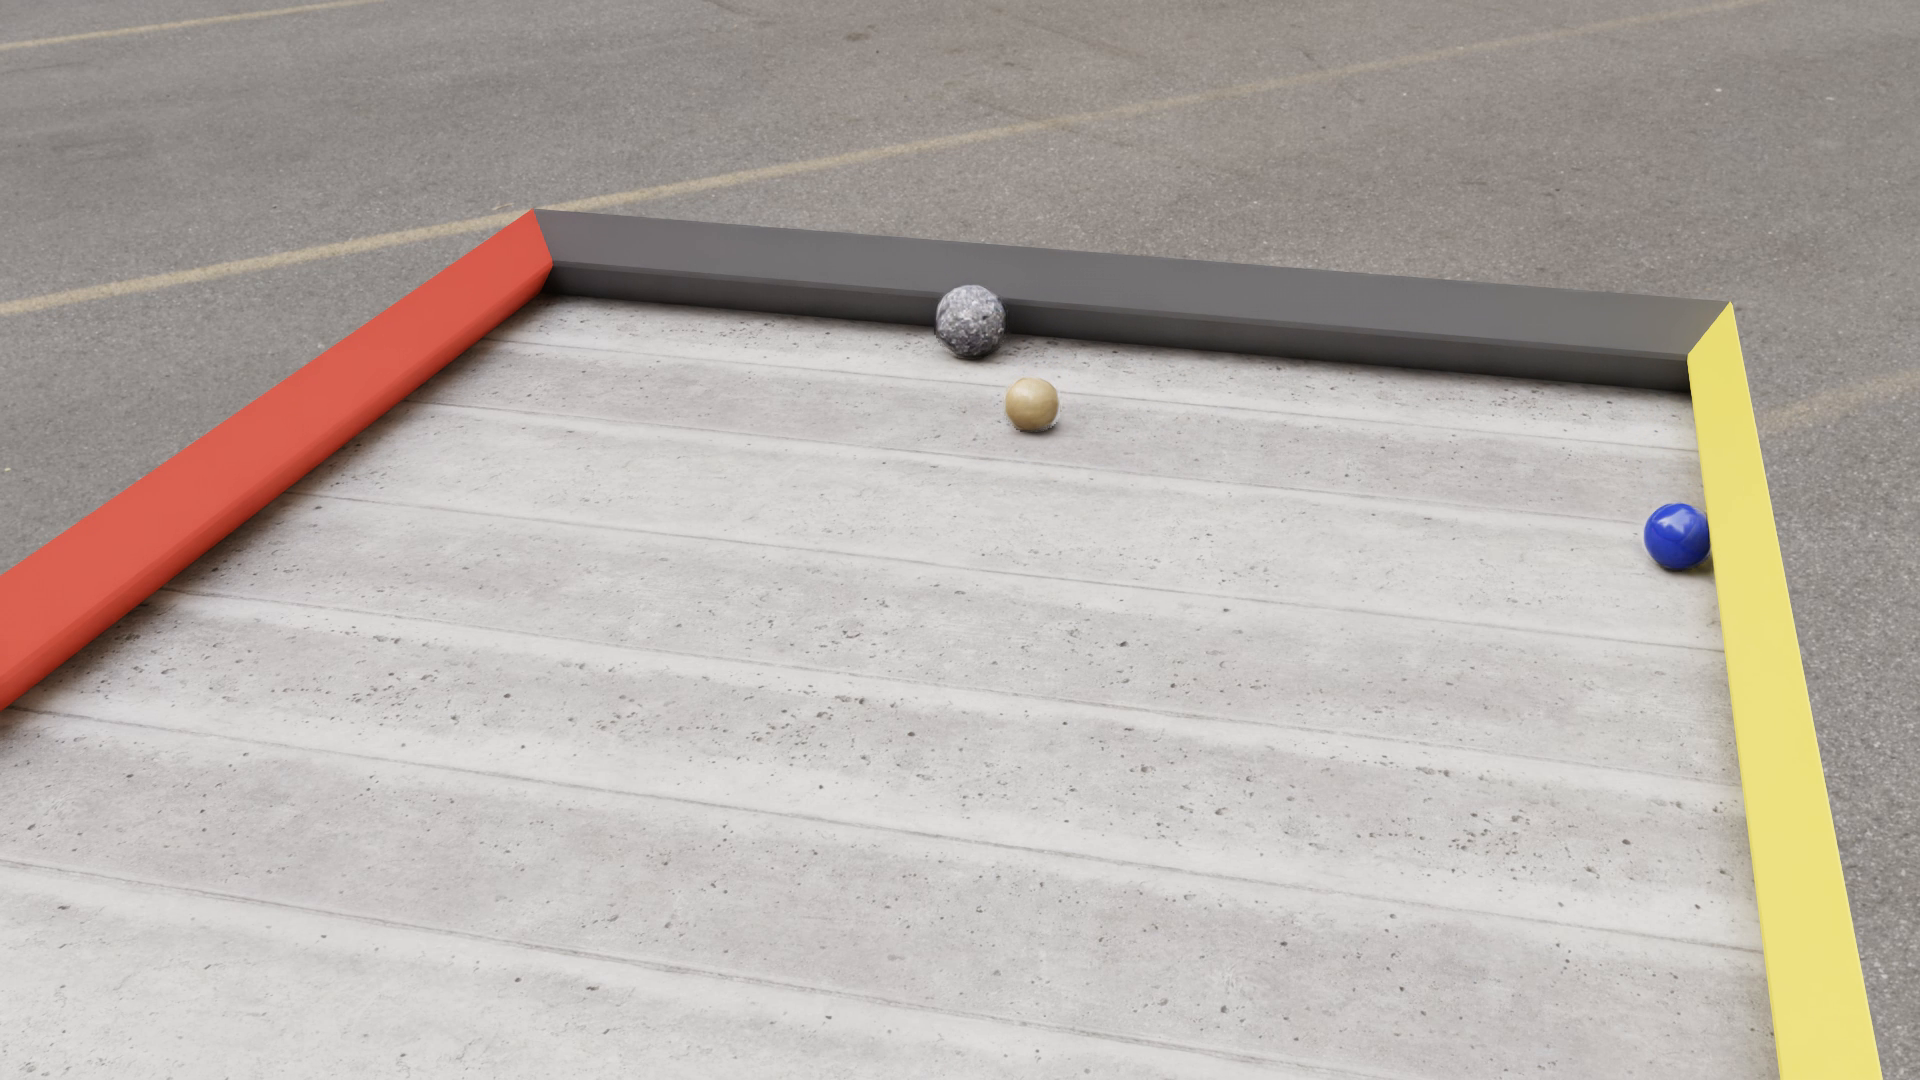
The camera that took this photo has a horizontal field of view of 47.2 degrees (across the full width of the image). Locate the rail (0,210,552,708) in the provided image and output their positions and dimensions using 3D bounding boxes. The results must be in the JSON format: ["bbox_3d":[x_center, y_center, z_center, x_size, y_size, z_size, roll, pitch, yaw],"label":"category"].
[{"bbox_3d":[-0.913,0.200,1.779,0.045,0.119,2.860,6,26,13],"label":"rail"}]

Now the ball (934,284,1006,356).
[{"bbox_3d":[0.013,-0.281,2.821,0.092,0.092,0.092,0,26,0],"label":"ball"}]

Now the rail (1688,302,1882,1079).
[{"bbox_3d":[0.563,0.361,1.443,0.045,0.119,2.860,6,26,13],"label":"rail"}]

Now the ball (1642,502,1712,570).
[{"bbox_3d":[0.740,-0.004,2.268,0.069,0.069,0.069,0,26,0],"label":"ball"}]

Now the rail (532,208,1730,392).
[{"bbox_3d":[0.169,-0.307,2.842,1.570,0.119,0.045,6,26,13],"label":"rail"}]

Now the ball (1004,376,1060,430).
[{"bbox_3d":[0.085,-0.161,2.602,0.064,0.064,0.064,0,26,0],"label":"ball"}]
